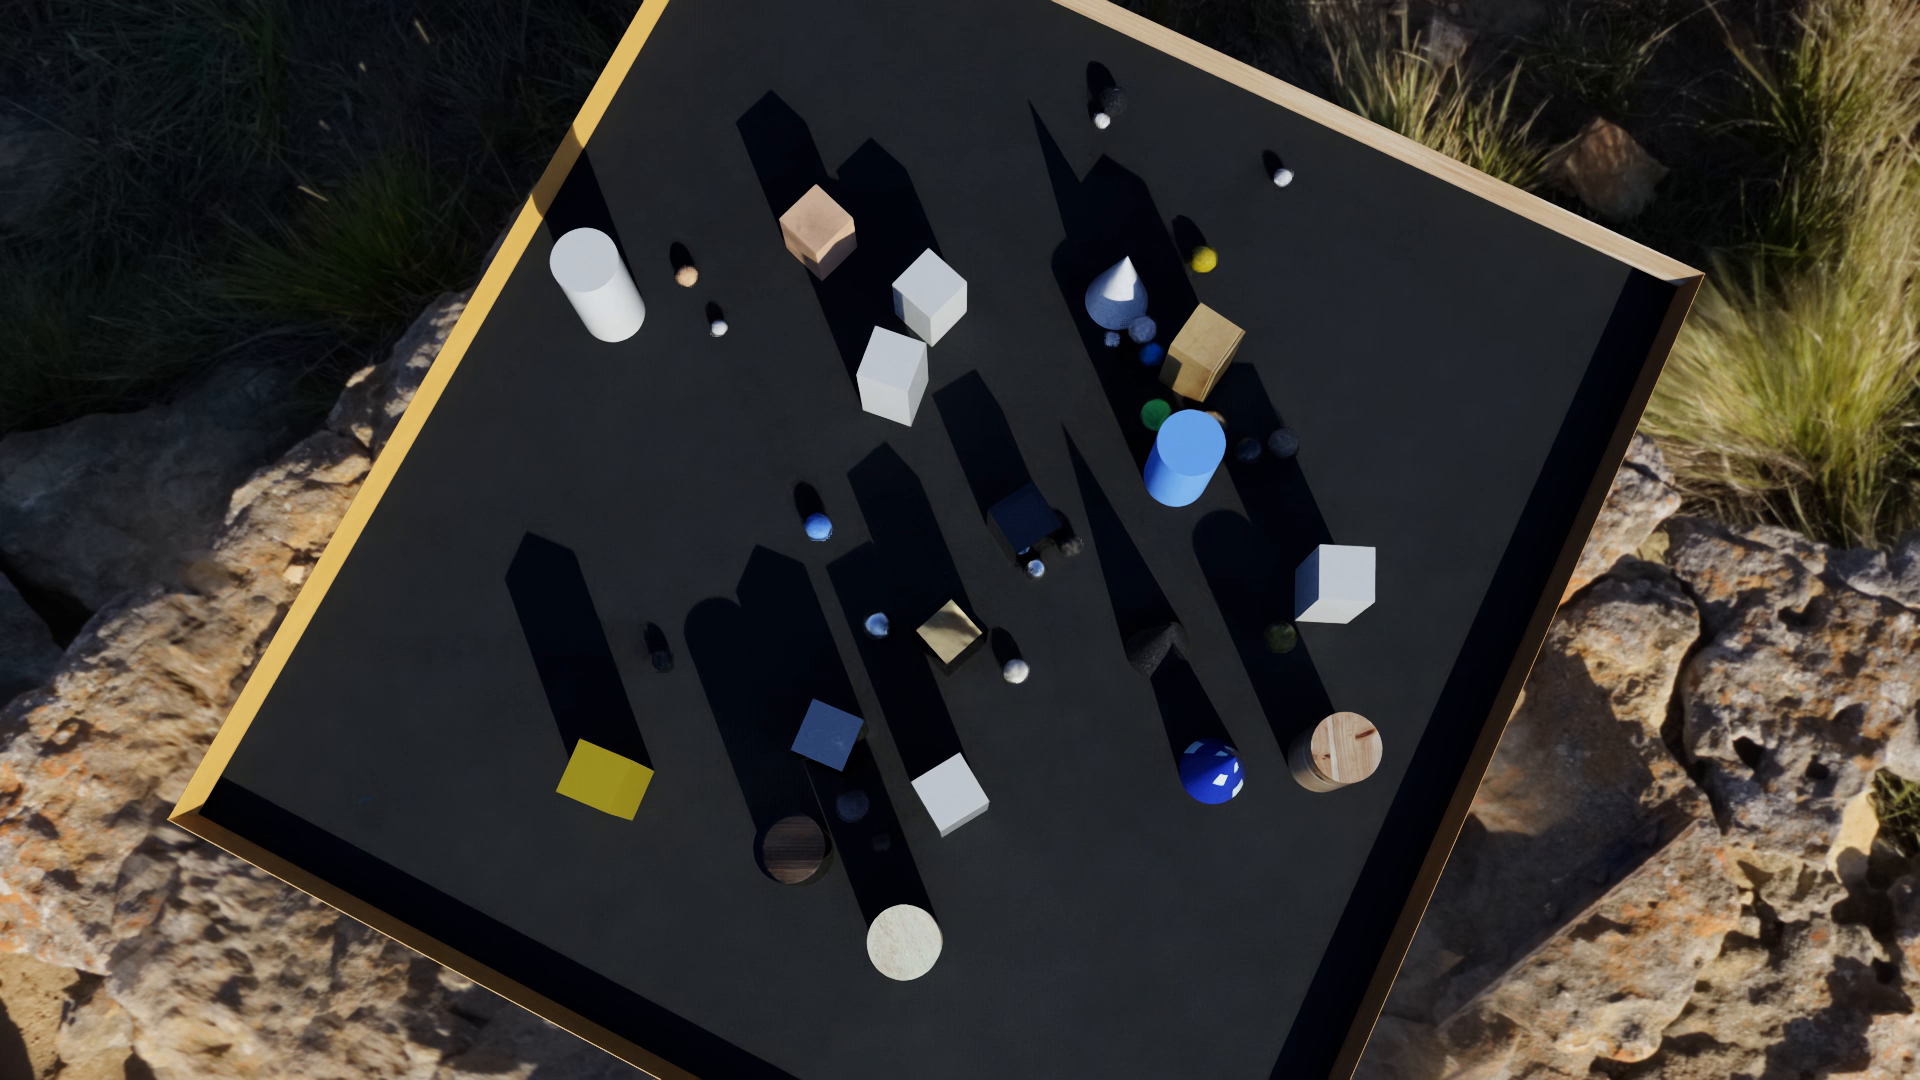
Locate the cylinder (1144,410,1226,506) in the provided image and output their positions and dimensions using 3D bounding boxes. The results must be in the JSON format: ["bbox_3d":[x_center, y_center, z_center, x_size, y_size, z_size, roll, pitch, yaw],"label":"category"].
[{"bbox_3d":[0.665,-0.240,5.463,0.199,0.397,0.199,0,78,0],"label":"cylinder"}]

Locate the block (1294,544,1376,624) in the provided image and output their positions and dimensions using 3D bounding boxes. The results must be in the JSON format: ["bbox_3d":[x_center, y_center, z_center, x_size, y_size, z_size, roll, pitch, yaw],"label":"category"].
[{"bbox_3d":[1.100,0.133,5.393,0.159,0.384,0.159,3,78,1],"label":"block"}]

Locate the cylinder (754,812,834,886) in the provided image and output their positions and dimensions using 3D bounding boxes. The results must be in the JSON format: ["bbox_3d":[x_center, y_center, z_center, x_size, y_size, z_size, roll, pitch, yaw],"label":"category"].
[{"bbox_3d":[-0.471,0.885,5.237,0.199,0.384,0.199,0,78,0],"label":"cylinder"}]

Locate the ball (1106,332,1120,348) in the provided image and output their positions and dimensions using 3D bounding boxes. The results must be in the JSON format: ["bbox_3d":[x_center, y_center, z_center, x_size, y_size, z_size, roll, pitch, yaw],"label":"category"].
[{"bbox_3d":[0.477,-0.625,5.721,0.048,0.048,0.048,0,78,0],"label":"ball"}]

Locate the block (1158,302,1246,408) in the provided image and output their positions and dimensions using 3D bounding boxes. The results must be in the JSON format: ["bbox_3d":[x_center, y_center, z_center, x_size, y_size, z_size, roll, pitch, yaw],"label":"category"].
[{"bbox_3d":[0.728,-0.556,5.548,0.159,0.360,0.159,35,80,7],"label":"block"}]

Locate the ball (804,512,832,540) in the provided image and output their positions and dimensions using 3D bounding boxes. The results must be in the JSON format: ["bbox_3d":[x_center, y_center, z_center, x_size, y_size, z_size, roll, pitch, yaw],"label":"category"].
[{"bbox_3d":[-0.433,-0.042,5.584,0.081,0.081,0.081,0,78,0],"label":"ball"}]

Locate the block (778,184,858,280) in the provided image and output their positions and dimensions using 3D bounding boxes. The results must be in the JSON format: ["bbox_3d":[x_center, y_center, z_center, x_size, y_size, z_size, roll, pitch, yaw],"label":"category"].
[{"bbox_3d":[-0.438,-0.952,5.687,0.159,0.247,0.159,44,82,8],"label":"block"}]

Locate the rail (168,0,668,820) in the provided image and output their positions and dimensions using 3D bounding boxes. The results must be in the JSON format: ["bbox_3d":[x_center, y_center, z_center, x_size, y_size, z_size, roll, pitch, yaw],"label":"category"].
[{"bbox_3d":[-1.485,-0.720,5.699,0.045,0.129,3.551,26,80,5],"label":"rail"}]

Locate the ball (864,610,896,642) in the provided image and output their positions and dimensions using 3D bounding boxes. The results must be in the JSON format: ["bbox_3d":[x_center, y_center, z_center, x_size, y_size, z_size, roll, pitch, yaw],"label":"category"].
[{"bbox_3d":[-0.243,0.260,5.513,0.097,0.097,0.097,0,78,0],"label":"ball"}]

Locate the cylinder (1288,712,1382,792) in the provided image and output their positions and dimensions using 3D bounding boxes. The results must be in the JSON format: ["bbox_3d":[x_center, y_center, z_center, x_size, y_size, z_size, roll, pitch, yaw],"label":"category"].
[{"bbox_3d":[1.077,0.617,5.293,0.199,0.384,0.199,0,78,0],"label":"cylinder"}]

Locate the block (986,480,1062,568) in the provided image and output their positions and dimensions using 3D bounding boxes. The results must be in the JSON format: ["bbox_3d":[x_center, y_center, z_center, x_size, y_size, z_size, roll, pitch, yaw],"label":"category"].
[{"bbox_3d":[0.191,-0.043,5.502,0.159,0.242,0.159,-32,80,-6],"label":"block"}]

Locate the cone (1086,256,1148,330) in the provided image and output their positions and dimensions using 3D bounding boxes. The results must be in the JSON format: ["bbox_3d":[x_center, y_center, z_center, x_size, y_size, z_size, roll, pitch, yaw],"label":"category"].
[{"bbox_3d":[0.493,-0.796,5.579,0.199,0.396,0.199,0,78,0],"label":"cone"}]

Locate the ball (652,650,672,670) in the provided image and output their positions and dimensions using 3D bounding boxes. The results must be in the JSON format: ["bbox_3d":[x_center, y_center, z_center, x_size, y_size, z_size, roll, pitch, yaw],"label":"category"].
[{"bbox_3d":[-0.896,0.362,5.509,0.064,0.064,0.064,0,78,0],"label":"ball"}]

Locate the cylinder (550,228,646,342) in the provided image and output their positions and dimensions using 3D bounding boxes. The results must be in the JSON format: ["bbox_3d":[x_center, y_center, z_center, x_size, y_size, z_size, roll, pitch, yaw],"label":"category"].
[{"bbox_3d":[-1.089,-0.765,5.539,0.199,0.463,0.199,0,78,0],"label":"cylinder"}]

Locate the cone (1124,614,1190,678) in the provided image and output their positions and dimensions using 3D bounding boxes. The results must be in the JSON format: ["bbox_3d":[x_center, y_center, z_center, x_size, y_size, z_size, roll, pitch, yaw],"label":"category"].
[{"bbox_3d":[0.597,0.278,5.350,0.199,0.409,0.199,0,78,0],"label":"cone"}]

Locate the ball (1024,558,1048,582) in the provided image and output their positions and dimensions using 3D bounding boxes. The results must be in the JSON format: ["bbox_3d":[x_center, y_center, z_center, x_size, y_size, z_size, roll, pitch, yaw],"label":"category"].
[{"bbox_3d":[0.229,0.090,5.562,0.071,0.071,0.071,0,78,0],"label":"ball"}]

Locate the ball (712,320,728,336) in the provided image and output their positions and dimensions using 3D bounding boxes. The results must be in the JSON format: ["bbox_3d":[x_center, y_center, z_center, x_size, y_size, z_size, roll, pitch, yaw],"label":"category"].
[{"bbox_3d":[-0.752,-0.665,5.729,0.050,0.050,0.050,0,78,0],"label":"ball"}]

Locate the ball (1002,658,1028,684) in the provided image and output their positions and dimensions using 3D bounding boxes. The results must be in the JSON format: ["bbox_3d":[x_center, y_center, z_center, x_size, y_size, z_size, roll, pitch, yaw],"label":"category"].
[{"bbox_3d":[0.166,0.394,5.497,0.075,0.075,0.075,0,78,0],"label":"ball"}]

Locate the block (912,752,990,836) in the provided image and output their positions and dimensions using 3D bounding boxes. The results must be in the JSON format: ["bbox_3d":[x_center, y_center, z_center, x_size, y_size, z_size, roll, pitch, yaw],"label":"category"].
[{"bbox_3d":[-0.027,0.736,5.263,0.159,0.394,0.159,-31,80,-6],"label":"block"}]

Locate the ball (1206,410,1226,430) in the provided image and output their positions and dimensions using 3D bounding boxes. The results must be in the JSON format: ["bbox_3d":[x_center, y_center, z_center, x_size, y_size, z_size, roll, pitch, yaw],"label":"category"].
[{"bbox_3d":[0.775,-0.355,5.646,0.086,0.086,0.086,0,78,0],"label":"ball"}]

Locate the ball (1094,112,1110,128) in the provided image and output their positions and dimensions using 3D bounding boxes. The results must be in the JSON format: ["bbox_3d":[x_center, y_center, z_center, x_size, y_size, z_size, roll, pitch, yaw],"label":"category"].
[{"bbox_3d":[0.455,-1.344,5.870,0.049,0.049,0.049,0,78,0],"label":"ball"}]

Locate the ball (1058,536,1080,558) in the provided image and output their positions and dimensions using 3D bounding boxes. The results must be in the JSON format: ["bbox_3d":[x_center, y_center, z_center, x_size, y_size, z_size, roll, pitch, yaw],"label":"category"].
[{"bbox_3d":[0.334,0.019,5.578,0.068,0.068,0.068,0,78,0],"label":"ball"}]

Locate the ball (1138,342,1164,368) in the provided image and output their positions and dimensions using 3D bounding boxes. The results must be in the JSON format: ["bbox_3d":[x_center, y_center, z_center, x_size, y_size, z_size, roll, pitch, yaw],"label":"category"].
[{"bbox_3d":[0.593,-0.573,5.694,0.080,0.080,0.080,0,78,0],"label":"ball"}]

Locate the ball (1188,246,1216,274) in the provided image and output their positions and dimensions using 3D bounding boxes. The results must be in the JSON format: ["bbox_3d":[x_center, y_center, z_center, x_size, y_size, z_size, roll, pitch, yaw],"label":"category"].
[{"bbox_3d":[0.762,-0.881,5.754,0.089,0.089,0.089,0,78,0],"label":"ball"}]

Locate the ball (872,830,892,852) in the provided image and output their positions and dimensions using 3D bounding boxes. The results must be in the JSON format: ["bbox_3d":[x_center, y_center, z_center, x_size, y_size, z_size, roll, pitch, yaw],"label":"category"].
[{"bbox_3d":[-0.230,0.888,5.400,0.064,0.064,0.064,0,78,0],"label":"ball"}]

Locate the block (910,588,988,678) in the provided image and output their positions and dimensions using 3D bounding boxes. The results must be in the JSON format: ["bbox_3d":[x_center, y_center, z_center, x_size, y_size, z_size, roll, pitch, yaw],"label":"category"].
[{"bbox_3d":[-0.032,0.276,5.408,0.159,0.297,0.159,-41,81,-8],"label":"block"}]

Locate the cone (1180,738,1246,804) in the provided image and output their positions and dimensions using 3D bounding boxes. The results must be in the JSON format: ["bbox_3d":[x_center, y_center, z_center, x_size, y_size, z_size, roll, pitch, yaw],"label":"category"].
[{"bbox_3d":[0.753,0.641,5.242,0.199,0.474,0.199,0,78,0],"label":"cone"}]

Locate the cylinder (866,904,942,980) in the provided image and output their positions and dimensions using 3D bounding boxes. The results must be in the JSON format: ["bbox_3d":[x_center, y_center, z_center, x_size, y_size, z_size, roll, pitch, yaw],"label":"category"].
[{"bbox_3d":[-0.150,1.125,5.138,0.199,0.480,0.199,0,78,0],"label":"cylinder"}]

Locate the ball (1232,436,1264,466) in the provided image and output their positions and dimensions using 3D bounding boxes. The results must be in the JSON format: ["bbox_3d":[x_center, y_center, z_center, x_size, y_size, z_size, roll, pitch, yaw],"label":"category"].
[{"bbox_3d":[0.883,-0.272,5.625,0.094,0.094,0.094,0,78,0],"label":"ball"}]

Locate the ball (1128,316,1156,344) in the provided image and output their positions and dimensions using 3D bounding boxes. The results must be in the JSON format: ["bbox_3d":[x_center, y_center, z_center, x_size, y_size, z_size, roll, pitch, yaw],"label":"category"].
[{"bbox_3d":[0.567,-0.654,5.707,0.089,0.089,0.089,0,78,0],"label":"ball"}]

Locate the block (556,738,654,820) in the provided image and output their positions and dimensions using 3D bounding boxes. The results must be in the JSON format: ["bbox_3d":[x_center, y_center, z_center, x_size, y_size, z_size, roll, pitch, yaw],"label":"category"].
[{"bbox_3d":[-1.016,0.694,5.275,0.159,0.388,0.159,22,79,4],"label":"block"}]

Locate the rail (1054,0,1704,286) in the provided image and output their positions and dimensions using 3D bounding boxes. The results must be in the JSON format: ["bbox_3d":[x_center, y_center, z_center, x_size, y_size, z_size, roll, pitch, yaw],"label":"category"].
[{"bbox_3d":[0.783,-1.527,5.866,3.369,0.129,0.045,26,80,5],"label":"rail"}]

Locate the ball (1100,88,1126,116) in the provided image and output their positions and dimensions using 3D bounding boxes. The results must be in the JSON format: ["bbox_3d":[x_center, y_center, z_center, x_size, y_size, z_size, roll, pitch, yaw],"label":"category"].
[{"bbox_3d":[0.490,-1.403,5.862,0.088,0.088,0.088,0,78,0],"label":"ball"}]

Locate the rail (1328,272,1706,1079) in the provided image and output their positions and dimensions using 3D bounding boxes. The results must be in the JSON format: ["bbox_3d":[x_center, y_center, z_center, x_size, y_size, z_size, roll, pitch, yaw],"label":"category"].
[{"bbox_3d":[1.485,0.734,5.398,0.045,0.129,3.551,26,80,5],"label":"rail"}]

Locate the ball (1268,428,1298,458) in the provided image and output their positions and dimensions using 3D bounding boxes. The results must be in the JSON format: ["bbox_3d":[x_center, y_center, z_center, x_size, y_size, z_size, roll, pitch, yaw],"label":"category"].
[{"bbox_3d":[0.992,-0.297,5.632,0.090,0.090,0.090,0,78,0],"label":"ball"}]

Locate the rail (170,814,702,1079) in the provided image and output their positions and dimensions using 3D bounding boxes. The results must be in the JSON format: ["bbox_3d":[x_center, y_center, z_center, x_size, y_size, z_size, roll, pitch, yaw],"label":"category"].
[{"bbox_3d":[-0.783,1.541,5.231,3.369,0.129,0.045,26,80,5],"label":"rail"}]

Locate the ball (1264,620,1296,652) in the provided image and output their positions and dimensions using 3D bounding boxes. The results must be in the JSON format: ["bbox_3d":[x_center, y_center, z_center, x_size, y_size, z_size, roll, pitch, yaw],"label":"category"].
[{"bbox_3d":[0.962,0.288,5.510,0.093,0.093,0.093,0,78,0],"label":"ball"}]

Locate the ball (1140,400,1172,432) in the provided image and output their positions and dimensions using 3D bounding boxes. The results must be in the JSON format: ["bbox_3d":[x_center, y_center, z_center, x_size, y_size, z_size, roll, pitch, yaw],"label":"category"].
[{"bbox_3d":[0.605,-0.384,5.645,0.099,0.099,0.099,0,78,0],"label":"ball"}]

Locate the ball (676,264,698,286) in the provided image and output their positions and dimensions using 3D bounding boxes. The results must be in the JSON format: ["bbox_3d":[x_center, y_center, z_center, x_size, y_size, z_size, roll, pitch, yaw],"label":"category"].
[{"bbox_3d":[-0.857,-0.831,5.755,0.067,0.067,0.067,0,78,0],"label":"ball"}]

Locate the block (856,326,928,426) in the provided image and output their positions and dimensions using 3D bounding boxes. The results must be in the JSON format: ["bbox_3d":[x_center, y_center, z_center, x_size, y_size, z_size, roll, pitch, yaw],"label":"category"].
[{"bbox_3d":[-0.200,-0.489,5.524,0.159,0.379,0.159,19,79,4],"label":"block"}]

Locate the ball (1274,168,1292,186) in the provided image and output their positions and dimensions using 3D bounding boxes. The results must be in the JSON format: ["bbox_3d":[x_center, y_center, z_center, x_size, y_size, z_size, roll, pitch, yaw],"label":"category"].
[{"bbox_3d":[1.025,-1.153,5.825,0.059,0.059,0.059,0,78,0],"label":"ball"}]

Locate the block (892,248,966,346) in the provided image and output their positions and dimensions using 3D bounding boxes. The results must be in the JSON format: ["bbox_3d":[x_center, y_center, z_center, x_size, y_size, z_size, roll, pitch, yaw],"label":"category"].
[{"bbox_3d":[-0.091,-0.742,5.629,0.159,0.277,0.159,43,81,8],"label":"block"}]

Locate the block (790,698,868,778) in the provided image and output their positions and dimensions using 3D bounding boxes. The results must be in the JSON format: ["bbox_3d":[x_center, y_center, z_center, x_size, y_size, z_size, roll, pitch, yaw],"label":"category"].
[{"bbox_3d":[-0.376,0.583,5.346,0.159,0.294,0.159,22,79,4],"label":"block"}]

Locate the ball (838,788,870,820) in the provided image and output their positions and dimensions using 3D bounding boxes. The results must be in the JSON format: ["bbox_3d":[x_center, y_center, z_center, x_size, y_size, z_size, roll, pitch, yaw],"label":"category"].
[{"bbox_3d":[-0.315,0.780,5.407,0.095,0.095,0.095,0,78,0],"label":"ball"}]
